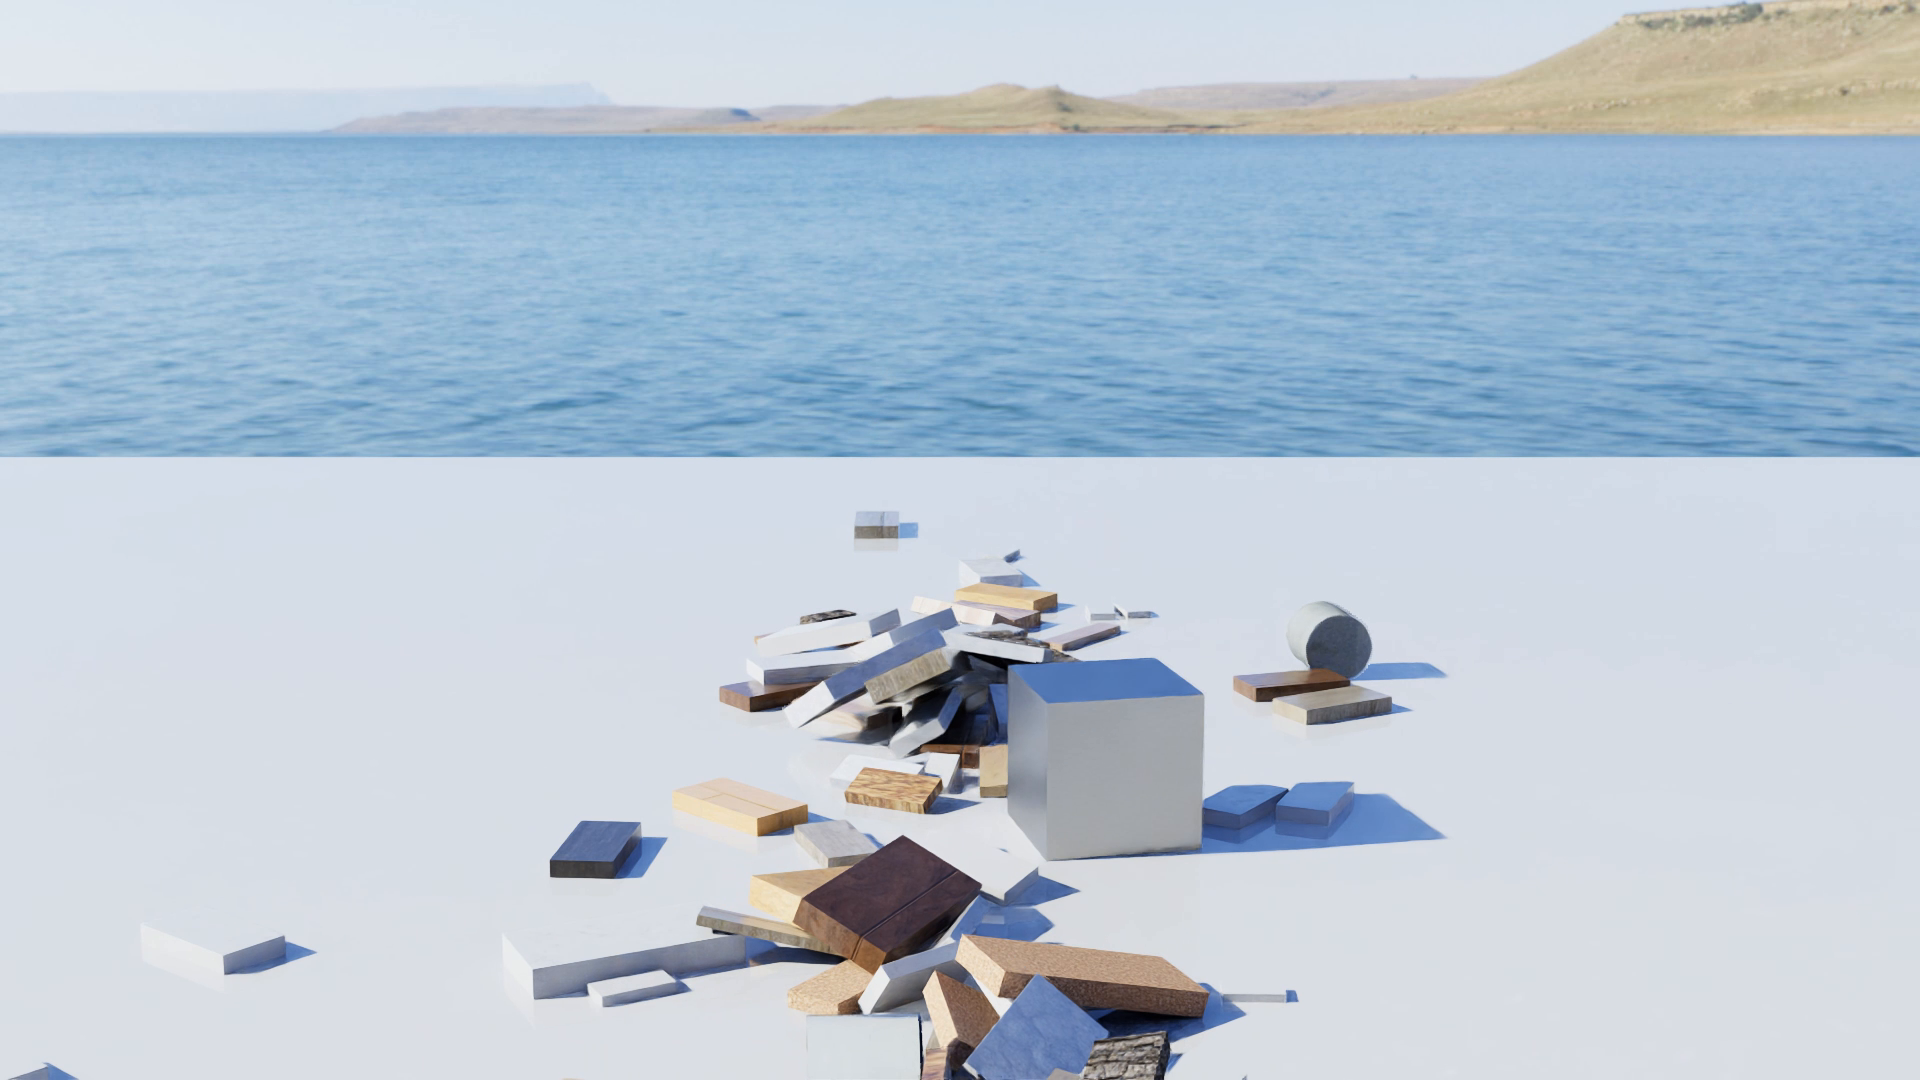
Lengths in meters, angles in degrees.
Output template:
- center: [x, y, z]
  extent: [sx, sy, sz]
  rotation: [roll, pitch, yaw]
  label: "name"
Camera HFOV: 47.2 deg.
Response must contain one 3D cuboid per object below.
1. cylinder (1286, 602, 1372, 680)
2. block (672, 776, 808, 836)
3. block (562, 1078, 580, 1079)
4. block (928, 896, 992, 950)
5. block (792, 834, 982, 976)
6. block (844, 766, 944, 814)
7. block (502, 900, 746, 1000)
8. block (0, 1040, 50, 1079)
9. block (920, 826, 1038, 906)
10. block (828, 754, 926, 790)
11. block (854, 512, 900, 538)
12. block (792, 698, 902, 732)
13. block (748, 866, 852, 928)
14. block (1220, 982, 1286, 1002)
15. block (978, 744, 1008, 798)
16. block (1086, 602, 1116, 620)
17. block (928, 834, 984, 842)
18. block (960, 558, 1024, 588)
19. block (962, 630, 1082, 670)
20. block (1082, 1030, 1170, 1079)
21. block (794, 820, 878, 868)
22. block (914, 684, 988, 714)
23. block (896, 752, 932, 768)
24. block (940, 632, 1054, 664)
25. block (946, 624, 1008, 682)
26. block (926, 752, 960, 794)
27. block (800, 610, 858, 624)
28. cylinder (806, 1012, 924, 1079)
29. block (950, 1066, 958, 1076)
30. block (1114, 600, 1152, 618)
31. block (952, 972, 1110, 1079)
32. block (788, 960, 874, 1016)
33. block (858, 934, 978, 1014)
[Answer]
- center: [0.862, 0.236, 5.146]
  extent: [0.157, 0.157, 0.157]
  rotation: [-1, 11, -8]
  label: "cylinder"
- center: [-0.410, 0.495, 4.088]
  extent: [0.245, 0.035, 0.122]
  rotation: [10, 15, 44]
  label: "block"
- center: [-0.508, 0.733, 2.855]
  extent: [0.058, 0.017, 0.117]
  rotation: [2, 11, 11]
  label: "block"
- center: [-0.013, 0.608, 3.340]
  extent: [0.026, 0.092, 0.184]
  rotation: [44, 18, 3]
  label: "block"
- center: [-0.107, 0.559, 3.390]
  extent: [0.156, 0.044, 0.312]
  rotation: [29, 23, 20]
  label: "block"
- center: [-0.125, 0.473, 4.157]
  extent: [0.167, 0.024, 0.084]
  rotation: [5, 33, 26]
  label: "block"
- center: [-0.513, 0.623, 3.362]
  extent: [0.332, 0.047, 0.166]
  rotation: [-5, 12, -26]
  label: "block"
- center: [-1.365, 0.725, 2.813]
  extent: [0.166, 0.047, 0.332]
  rotation: [9, 14, 40]
  label: "block"
- center: [0.024, 0.546, 3.686]
  extent: [0.195, 0.028, 0.098]
  rotation: [19, 31, 33]
  label: "block"
- center: [-0.159, 0.457, 4.252]
  extent: [0.167, 0.024, 0.084]
  rotation: [6, 30, 28]
  label: "block"
- center: [-0.264, -0.049, 7.003]
  extent: [0.139, 0.039, 0.277]
  rotation: [0, 11, -1]
  label: "block"
- center: [-0.246, 0.370, 4.770]
  extent: [0.220, 0.031, 0.110]
  rotation: [9, 14, 39]
  label: "block"
- center: [-0.154, 0.569, 3.528]
  extent: [0.332, 0.047, 0.166]
  rotation: [2, 7, -41]
  label: "block"
- center: [0.431, 0.665, 3.232]
  extent: [0.093, 0.013, 0.046]
  rotation: [0, 11, 2]
  label: "block"
- center: [0.079, 0.447, 4.267]
  extent: [0.084, 0.024, 0.167]
  rotation: [-5, 21, 2]
  label: "block"
- center: [0.369, 0.188, 5.781]
  extent: [0.066, 0.019, 0.132]
  rotation: [0, 11, -2]
  label: "block"
- center: [-0.005, 0.553, 3.795]
  extent: [0.098, 0.028, 0.195]
  rotation: [0, 11, -1]
  label: "block"
- center: [0.087, 0.094, 6.243]
  extent: [0.124, 0.035, 0.248]
  rotation: [-3, 11, -13]
  label: "block"
- center: [0.148, 0.265, 4.955]
  extent: [0.143, 0.041, 0.286]
  rotation: [-2, 16, -42]
  label: "block"
- center: [0.202, 0.669, 2.725]
  extent: [0.095, 0.027, 0.189]
  rotation: [-11, 11, 15]
  label: "block"
- center: [-0.216, 0.538, 3.872]
  extent: [0.098, 0.028, 0.195]
  rotation: [-4, 11, -21]
  label: "block"
- center: [-0.010, 0.347, 4.797]
  extent: [0.116, 0.033, 0.232]
  rotation: [-1, 4, 17]
  label: "block"
- center: [-0.102, 0.445, 4.341]
  extent: [0.113, 0.016, 0.057]
  rotation: [-14, 9, -22]
  label: "block"
- center: [0.079, 0.237, 4.803]
  extent: [0.235, 0.033, 0.117]
  rotation: [9, -3, 13]
  label: "block"
- center: [0.083, 0.265, 5.153]
  extent: [0.168, 0.048, 0.337]
  rotation: [5, 11, -28]
  label: "block"
- center: [-0.039, 0.453, 4.270]
  extent: [0.057, 0.016, 0.113]
  rotation: [3, 29, 13]
  label: "block"
- center: [-0.340, 0.203, 5.699]
  extent: [0.136, 0.019, 0.068]
  rotation: [-9, 14, -41]
  label: "block"
- center: [-0.122, 0.677, 2.801]
  extent: [0.145, 0.145, 0.145]
  rotation: [-1, 11, -4]
  label: "cylinder"
- center: [-0.017, 0.716, 2.863]
  extent: [0.058, 0.017, 0.117]
  rotation: [0, 20, 0]
  label: "block"
- center: [0.454, 0.184, 5.804]
  extent: [0.064, 0.018, 0.129]
  rotation: [-2, 11, -12]
  label: "block"
- center: [0.095, 0.673, 2.871]
  extent: [0.125, 0.035, 0.250]
  rotation: [39, 28, 9]
  label: "block"
- center: [-0.161, 0.656, 3.240]
  extent: [0.092, 0.026, 0.184]
  rotation: [7, 13, 34]
  label: "block"
- center: [-0.055, 0.633, 3.193]
  extent: [0.184, 0.092, 0.026]
  rotation: [-9, 50, -41]
  label: "block"
